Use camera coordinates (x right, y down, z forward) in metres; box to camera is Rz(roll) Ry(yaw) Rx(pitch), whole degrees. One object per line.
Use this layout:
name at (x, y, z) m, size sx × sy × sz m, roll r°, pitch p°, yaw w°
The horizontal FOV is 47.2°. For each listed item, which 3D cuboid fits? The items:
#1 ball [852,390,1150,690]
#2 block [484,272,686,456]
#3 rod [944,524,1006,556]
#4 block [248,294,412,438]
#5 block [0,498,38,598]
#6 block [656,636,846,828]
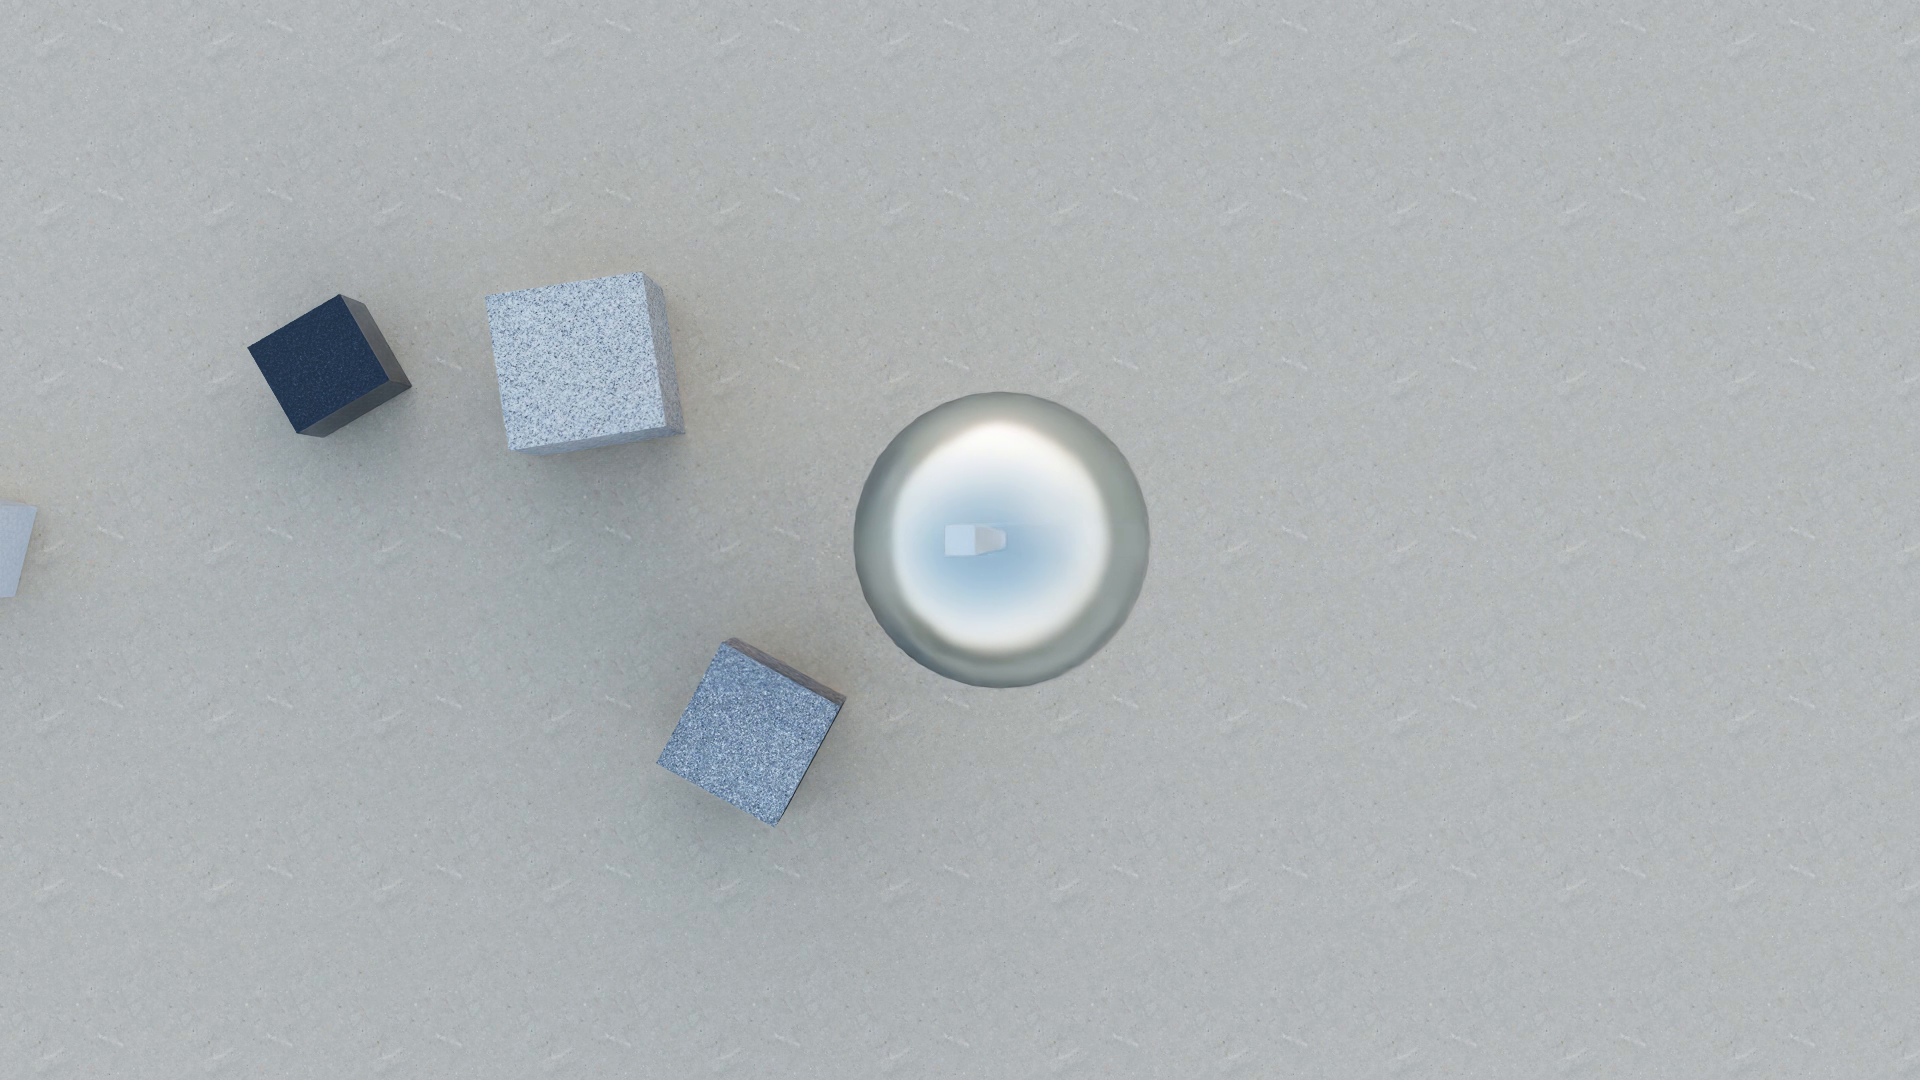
ball at (0.223, 0.000, 11.816) m, size 1.600 × 1.600 × 1.600 m, roll 0°, pitch 90°, yaw 0°
block at (-2.123, -0.989, 12.569) m, size 0.878 × 0.863 × 0.865 m, roll -9°, pitch 90°, yaw 0°
rod at (0.097, 0.000, 8.418) m, size 0.080 × 5.200 × 0.080 m, roll 0°, pitch 90°, yaw 2°
block at (-3.641, -1.000, 12.738) m, size 0.608 × 0.524 × 0.565 m, roll -30°, pitch 90°, yaw 0°
block at (-5.760, 0.008, 12.723) m, size 0.496 × 0.553 × 0.546 m, roll 14°, pitch 90°, yaw 0°
block at (-1.181, 1.088, 12.634) m, size 0.754 × 0.731 × 0.768 m, roll 29°, pitch 90°, yaw 0°
